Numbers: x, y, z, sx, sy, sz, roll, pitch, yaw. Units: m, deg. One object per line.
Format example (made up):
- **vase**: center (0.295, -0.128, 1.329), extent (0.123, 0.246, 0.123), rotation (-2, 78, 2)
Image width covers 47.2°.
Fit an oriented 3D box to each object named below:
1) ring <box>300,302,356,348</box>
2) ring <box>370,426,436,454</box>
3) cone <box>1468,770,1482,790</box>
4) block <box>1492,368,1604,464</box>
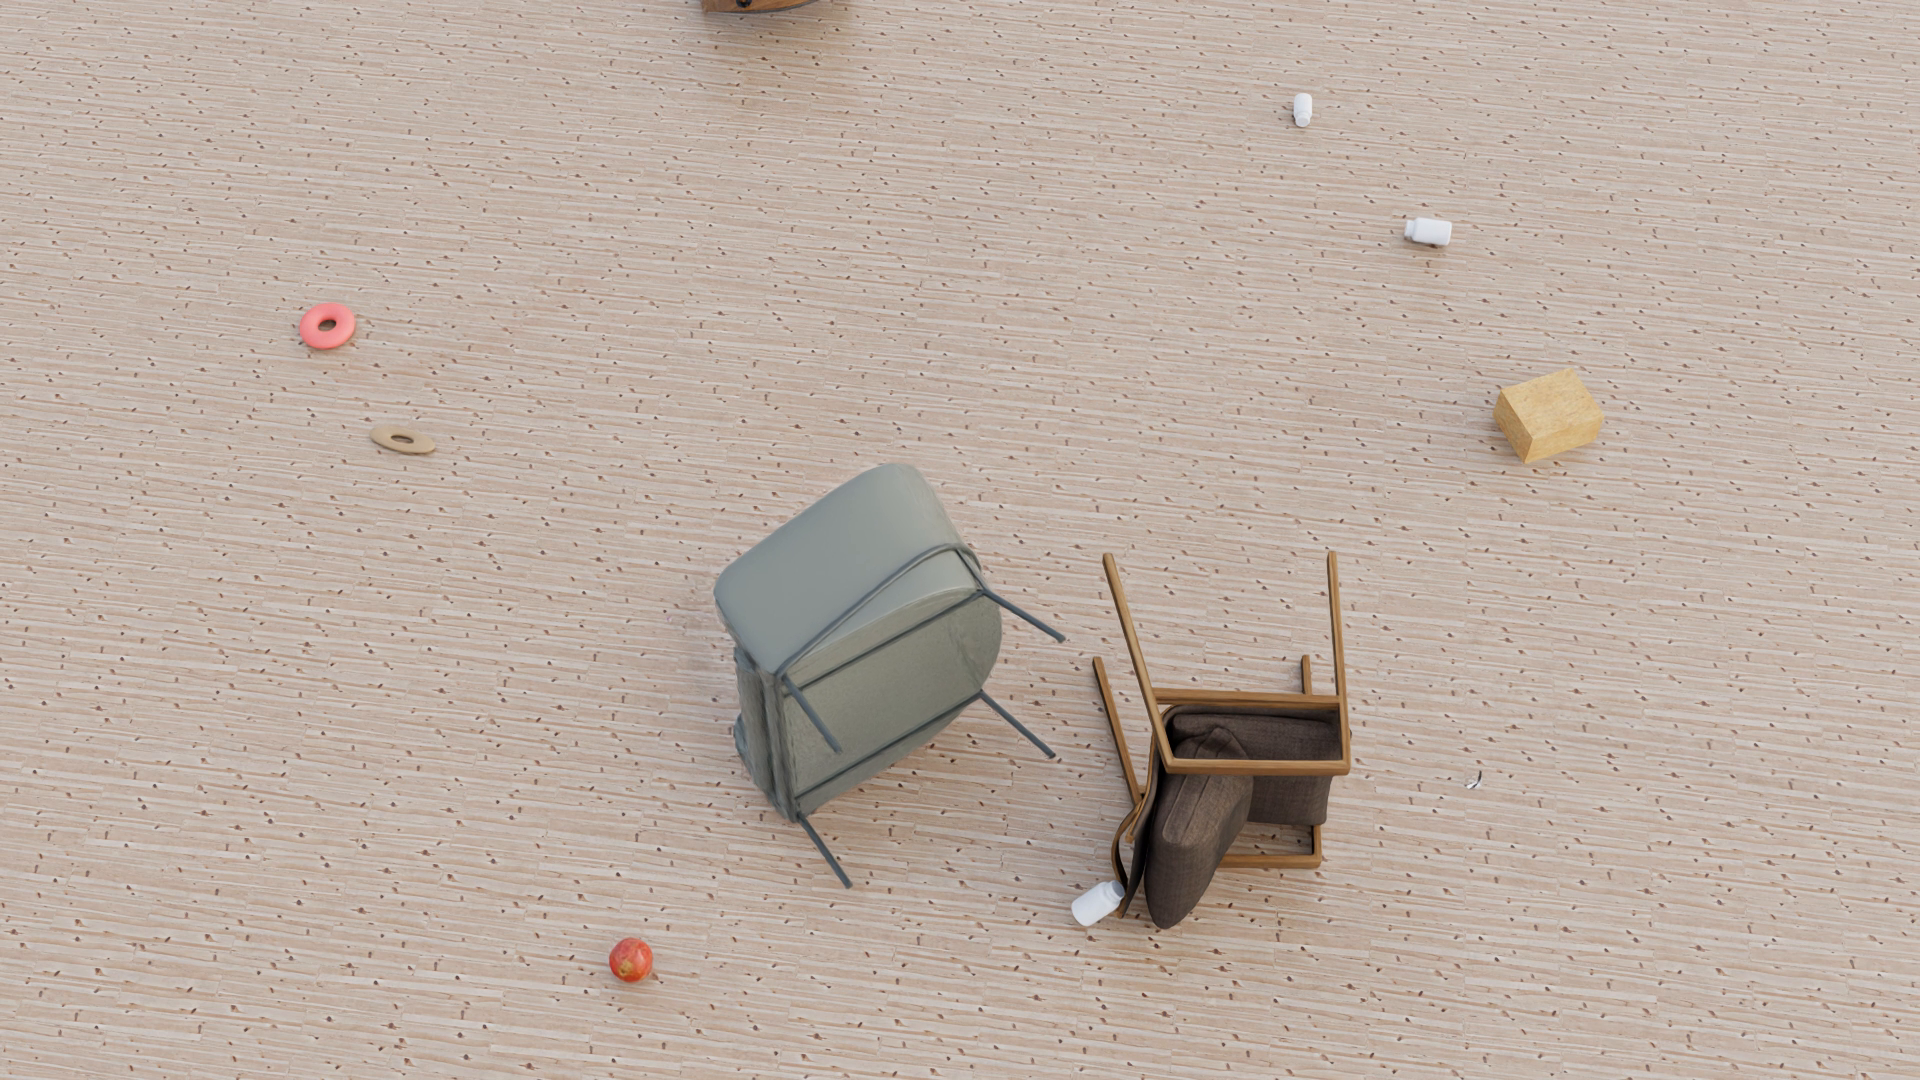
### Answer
- **ring**: center (-2.015, -0.682, 7.003), extent (0.175, 0.050, 0.178), rotation (21, 59, 12)
- **ring**: center (-1.717, -0.309, 6.765), extent (0.220, 0.026, 0.082), rotation (14, 58, 9)
- **cone**: center (1.439, 0.675, 6.111), extent (0.029, 0.045, 0.067), rotation (43, 57, -18)
- **block**: center (1.805, -0.382, 6.752), extent (0.247, 0.130, 0.201), rotation (-18, 58, -12)
